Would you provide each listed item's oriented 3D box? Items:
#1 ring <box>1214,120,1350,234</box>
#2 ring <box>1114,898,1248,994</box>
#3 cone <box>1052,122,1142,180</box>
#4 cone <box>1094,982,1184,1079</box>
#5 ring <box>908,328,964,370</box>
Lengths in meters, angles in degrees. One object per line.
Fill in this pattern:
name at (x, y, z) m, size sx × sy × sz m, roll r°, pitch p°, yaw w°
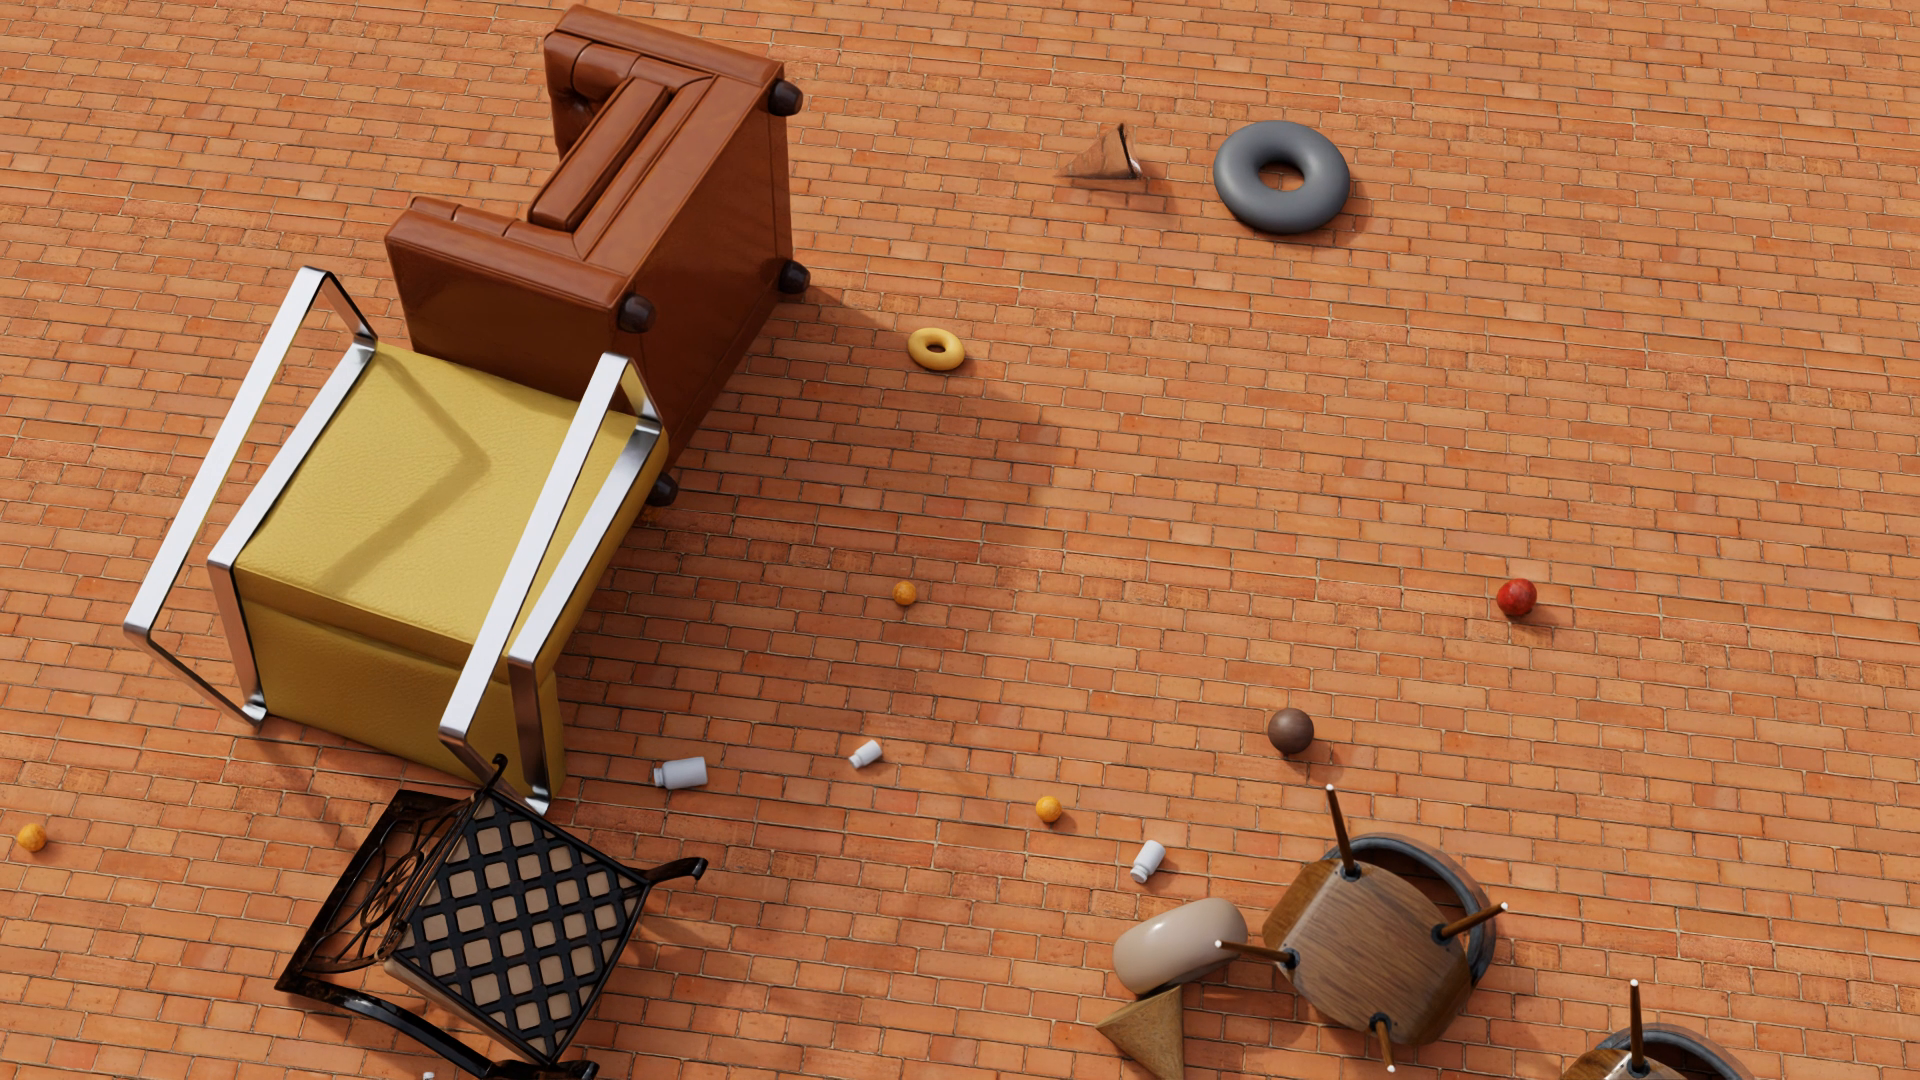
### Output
ring at (1.070, -1.211, 7.323) m, size 0.452 × 0.108 × 0.483 m, roll -16°, pitch 58°, yaw -10°
ring at (0.572, 1.057, 5.724) m, size 0.364 × 0.245 × 0.164 m, roll -23°, pitch 69°, yaw 2°
cone at (0.439, -1.257, 7.358) m, size 0.286 × 0.199 × 0.235 m, roll -16°, pitch 23°, yaw 14°
cone at (0.516, 1.311, 5.630) m, size 0.256 × 0.234 × 0.263 m, roll -24°, pitch 84°, yaw -21°
ring at (-0.075, -0.603, 6.943) m, size 0.192 × 0.060 × 0.147 m, roll 23°, pitch 58°, yaw 16°
